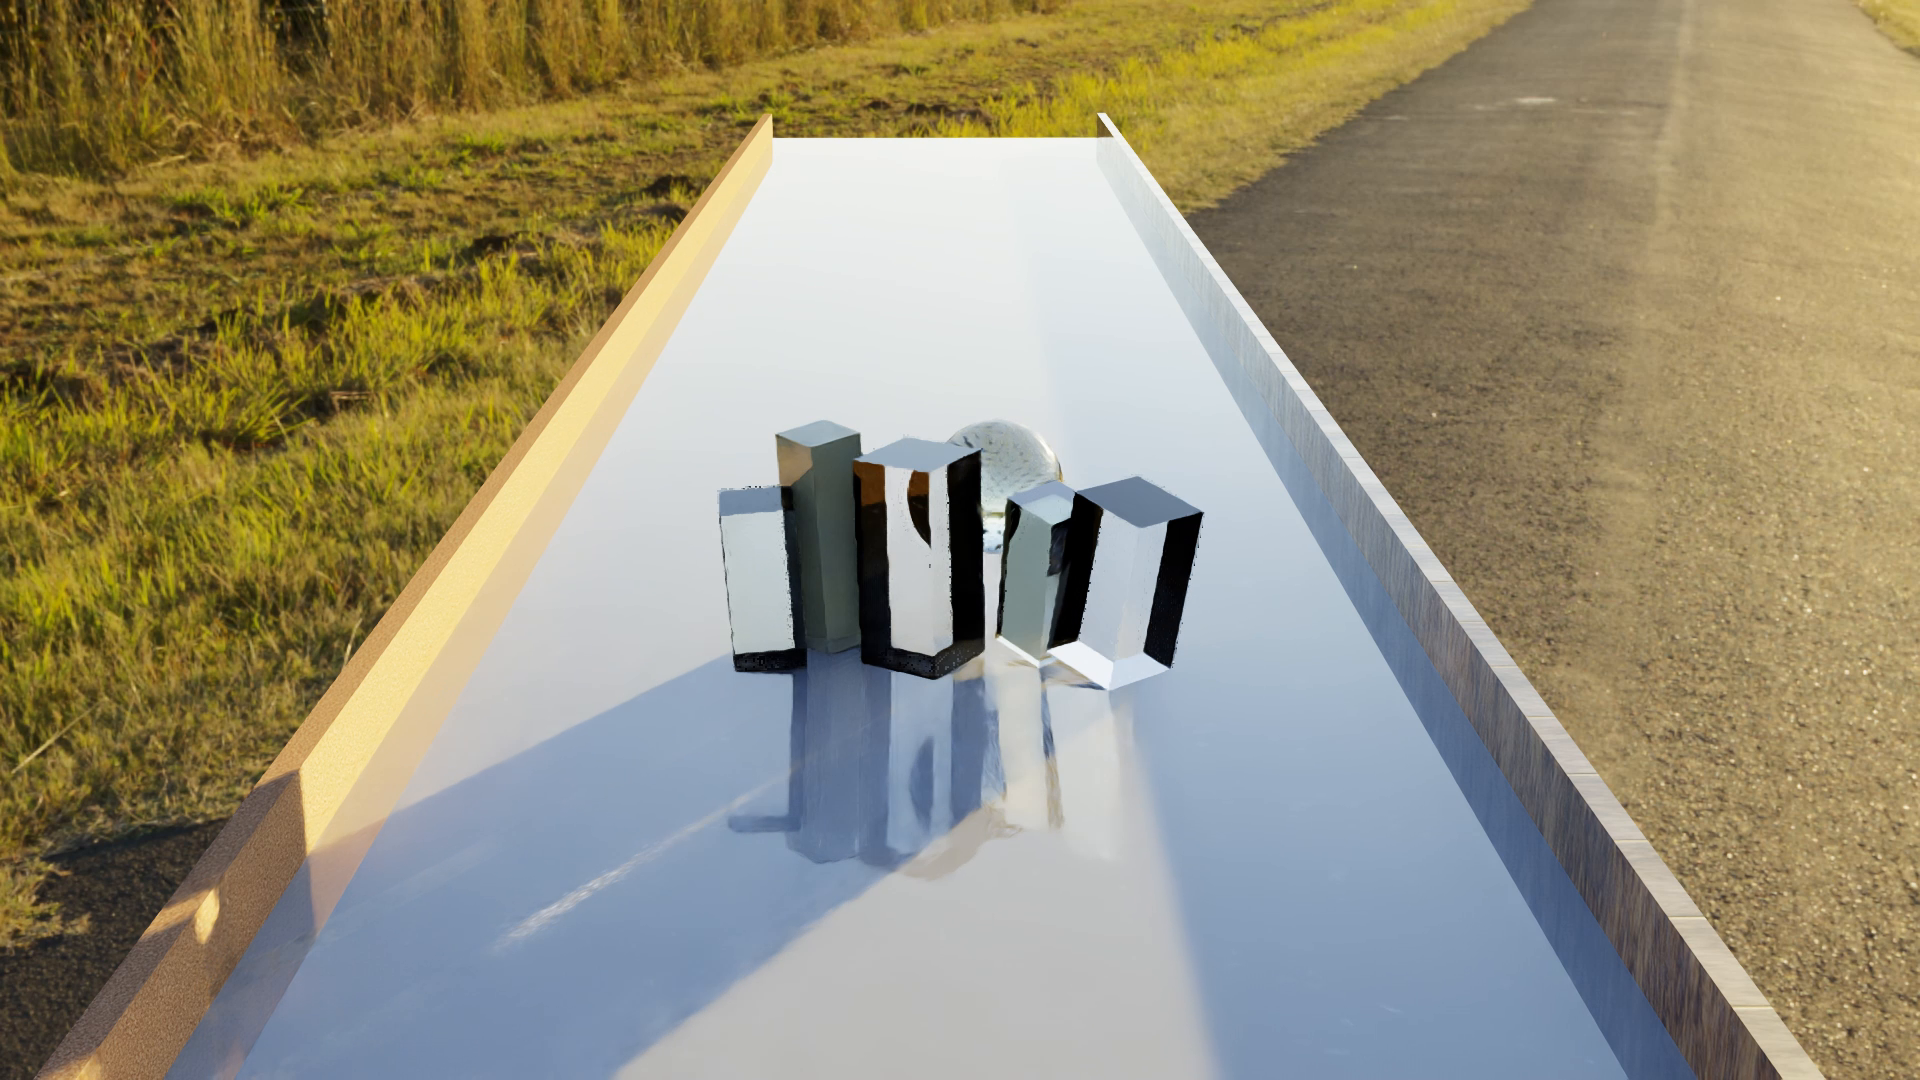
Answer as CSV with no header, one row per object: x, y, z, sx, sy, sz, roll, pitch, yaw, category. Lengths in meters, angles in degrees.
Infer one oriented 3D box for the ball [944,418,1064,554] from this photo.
0.074,-0.109,4.482,0.276,0.276,0.276,0,17,0,ball

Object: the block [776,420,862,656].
-0.269,-0.005,4.438,0.121,0.446,0.121,-19,27,-35,block

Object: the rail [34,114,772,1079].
-1.118,-0.838,7.780,0.050,0.150,12.000,0,17,-1,rail

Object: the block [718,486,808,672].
-0.390,0.077,4.357,0.145,0.330,0.145,-5,21,-4,block

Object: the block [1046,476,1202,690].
0.319,0.083,4.287,0.176,0.349,0.176,-14,34,-40,block

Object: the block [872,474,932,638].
-0.119,0.034,4.545,0.109,0.317,0.109,-3,19,-2,block

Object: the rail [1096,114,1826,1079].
0.932,-0.844,7.801,0.050,0.150,12.000,0,17,-1,rail

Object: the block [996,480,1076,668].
0.175,0.067,4.372,0.132,0.326,0.132,-20,37,-36,block

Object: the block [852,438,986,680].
-0.078,0.034,4.352,0.179,0.424,0.179,11,23,32,block
